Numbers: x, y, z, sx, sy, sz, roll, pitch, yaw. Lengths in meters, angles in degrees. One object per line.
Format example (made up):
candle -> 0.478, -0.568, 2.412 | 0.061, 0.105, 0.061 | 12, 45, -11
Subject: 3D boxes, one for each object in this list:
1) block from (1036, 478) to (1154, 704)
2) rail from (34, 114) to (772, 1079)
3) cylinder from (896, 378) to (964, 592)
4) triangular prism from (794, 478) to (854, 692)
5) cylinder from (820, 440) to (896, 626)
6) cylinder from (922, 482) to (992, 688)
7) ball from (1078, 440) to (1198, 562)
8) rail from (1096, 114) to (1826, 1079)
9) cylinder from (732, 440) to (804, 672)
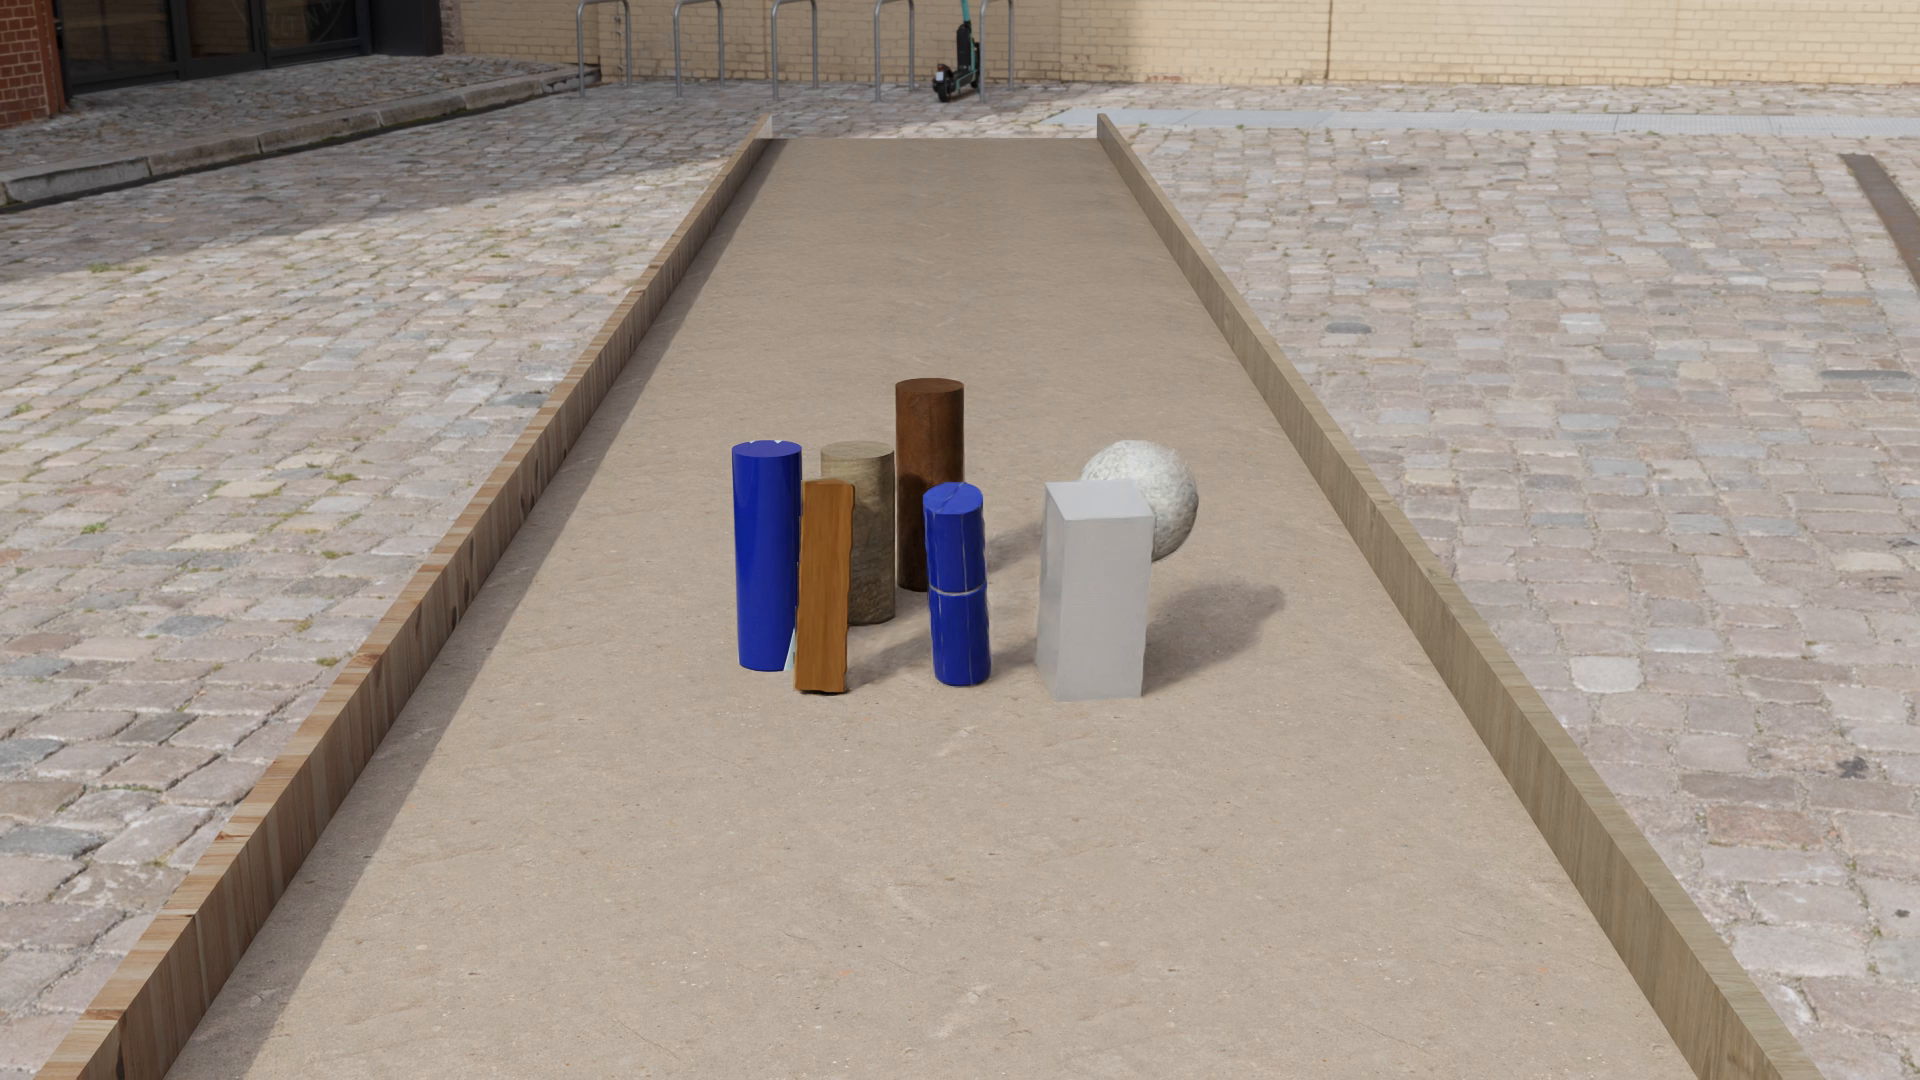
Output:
block -> 0.253, 0.097, 4.184 | 0.168, 0.386, 0.168 | -3, 26, -11
rail -> -1.118, -0.838, 7.780 | 0.050, 0.150, 12.000 | 0, 17, -1
cylinder -> -0.066, -0.121, 4.846 | 0.151, 0.449, 0.151 | 0, 17, 0
triangular prism -> -0.257, 0.084, 4.226 | 0.095, 0.402, 0.083 | 3, 10, 1
cylinder -> -0.214, -0.015, 4.640 | 0.154, 0.363, 0.154 | 0, 17, 0
cylinder -> -0.004, 0.089, 4.193 | 0.112, 0.403, 0.112 | -2, 34, 2
ball -> 0.348, -0.075, 4.344 | 0.247, 0.247, 0.247 | 0, 17, 0
rail -> 0.932, -0.844, 7.801 | 0.050, 0.150, 12.000 | 0, 17, -1
cylinder -> -0.377, 0.031, 4.352 | 0.137, 0.438, 0.137 | 0, 17, 0
